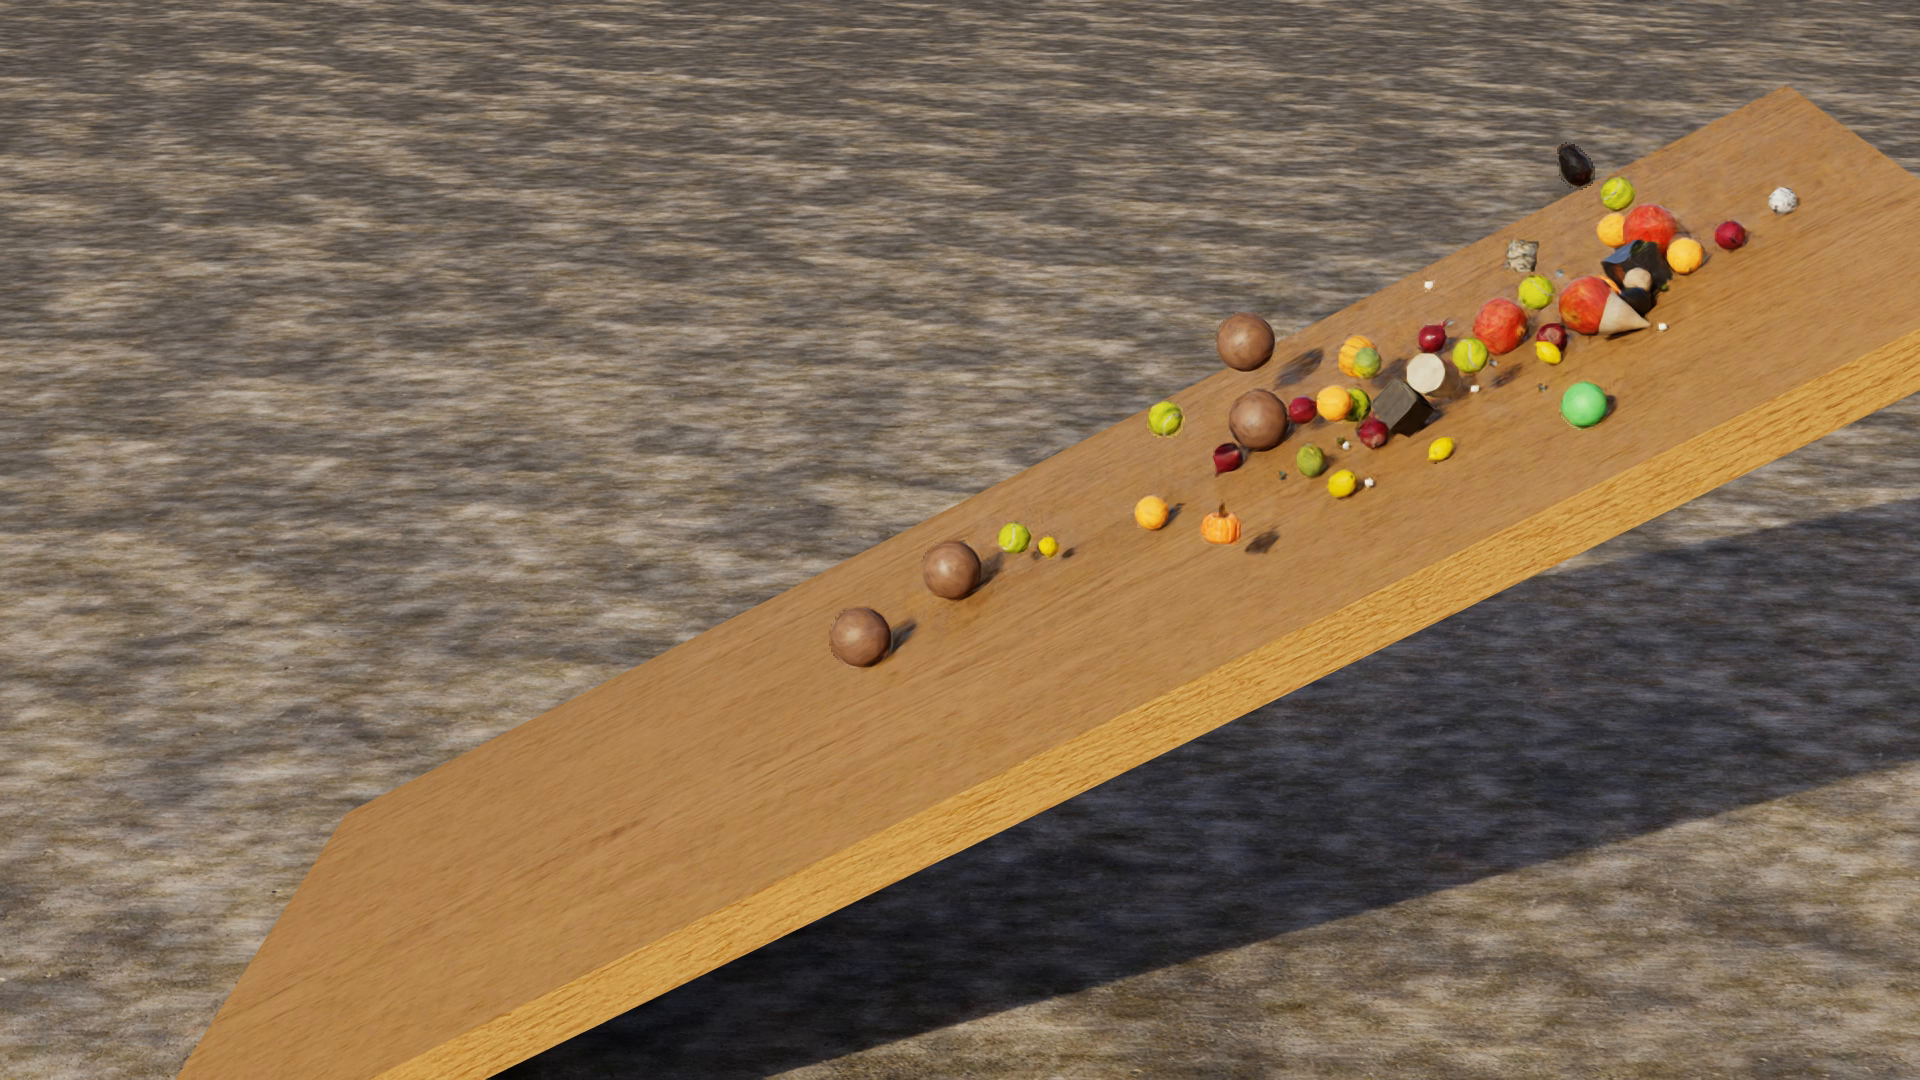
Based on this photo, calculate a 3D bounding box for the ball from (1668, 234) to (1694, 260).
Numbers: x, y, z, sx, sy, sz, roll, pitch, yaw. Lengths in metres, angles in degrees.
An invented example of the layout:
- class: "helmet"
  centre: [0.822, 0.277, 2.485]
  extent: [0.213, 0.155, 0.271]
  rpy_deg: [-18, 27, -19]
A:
- class: "ball"
  centre: [1.474, -0.599, 6.012]
  extent: [0.055, 0.055, 0.055]
  rpy_deg: [0, 18, 0]

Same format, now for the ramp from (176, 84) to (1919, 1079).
- class: "ramp"
  centre: [0.141, 0.167, 6.282]
  extent: [4.000, 0.100, 2.000]
  rpy_deg: [-27, 14, 11]

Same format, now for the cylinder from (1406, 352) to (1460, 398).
- class: "cylinder"
  centre: [0.947, -0.329, 5.884]
  extent: [0.081, 0.081, 0.081]
  rpy_deg: [11, 1, 32]

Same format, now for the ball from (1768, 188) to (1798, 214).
- class: "ball"
  centre: [1.662, -0.685, 5.938]
  extent: [0.055, 0.055, 0.055]
  rpy_deg: [0, 18, 0]

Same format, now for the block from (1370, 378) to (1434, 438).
- class: "block"
  centre: [0.880, -0.264, 5.853]
  extent: [0.075, 0.075, 0.075]
  rpy_deg: [17, 30, -50]

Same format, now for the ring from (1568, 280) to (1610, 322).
- class: "ring"
  centre: [1.270, -0.481, 5.924]
  extent: [0.087, 0.087, 0.029]
  rpy_deg: [5, 18, 14]

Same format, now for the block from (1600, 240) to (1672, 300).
- class: "block"
  centre: [1.372, -0.548, 5.965]
  extent: [0.086, 0.086, 0.086]
  rpy_deg: [-32, 14, -9]

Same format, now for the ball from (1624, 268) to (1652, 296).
- class: "ball"
  centre: [1.353, -0.515, 5.869]
  extent: [0.056, 0.056, 0.056]
  rpy_deg: [0, 18, 0]

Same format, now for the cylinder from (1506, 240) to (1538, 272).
- class: "cylinder"
  centre: [1.110, -0.562, 5.812]
  extent: [0.059, 0.059, 0.059]
  rpy_deg: [6, 9, -1]

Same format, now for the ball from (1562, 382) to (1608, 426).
- class: "ball"
  centre: [1.142, -0.248, 5.381]
  extent: [0.082, 0.082, 0.082]
  rpy_deg: [0, 18, 0]
